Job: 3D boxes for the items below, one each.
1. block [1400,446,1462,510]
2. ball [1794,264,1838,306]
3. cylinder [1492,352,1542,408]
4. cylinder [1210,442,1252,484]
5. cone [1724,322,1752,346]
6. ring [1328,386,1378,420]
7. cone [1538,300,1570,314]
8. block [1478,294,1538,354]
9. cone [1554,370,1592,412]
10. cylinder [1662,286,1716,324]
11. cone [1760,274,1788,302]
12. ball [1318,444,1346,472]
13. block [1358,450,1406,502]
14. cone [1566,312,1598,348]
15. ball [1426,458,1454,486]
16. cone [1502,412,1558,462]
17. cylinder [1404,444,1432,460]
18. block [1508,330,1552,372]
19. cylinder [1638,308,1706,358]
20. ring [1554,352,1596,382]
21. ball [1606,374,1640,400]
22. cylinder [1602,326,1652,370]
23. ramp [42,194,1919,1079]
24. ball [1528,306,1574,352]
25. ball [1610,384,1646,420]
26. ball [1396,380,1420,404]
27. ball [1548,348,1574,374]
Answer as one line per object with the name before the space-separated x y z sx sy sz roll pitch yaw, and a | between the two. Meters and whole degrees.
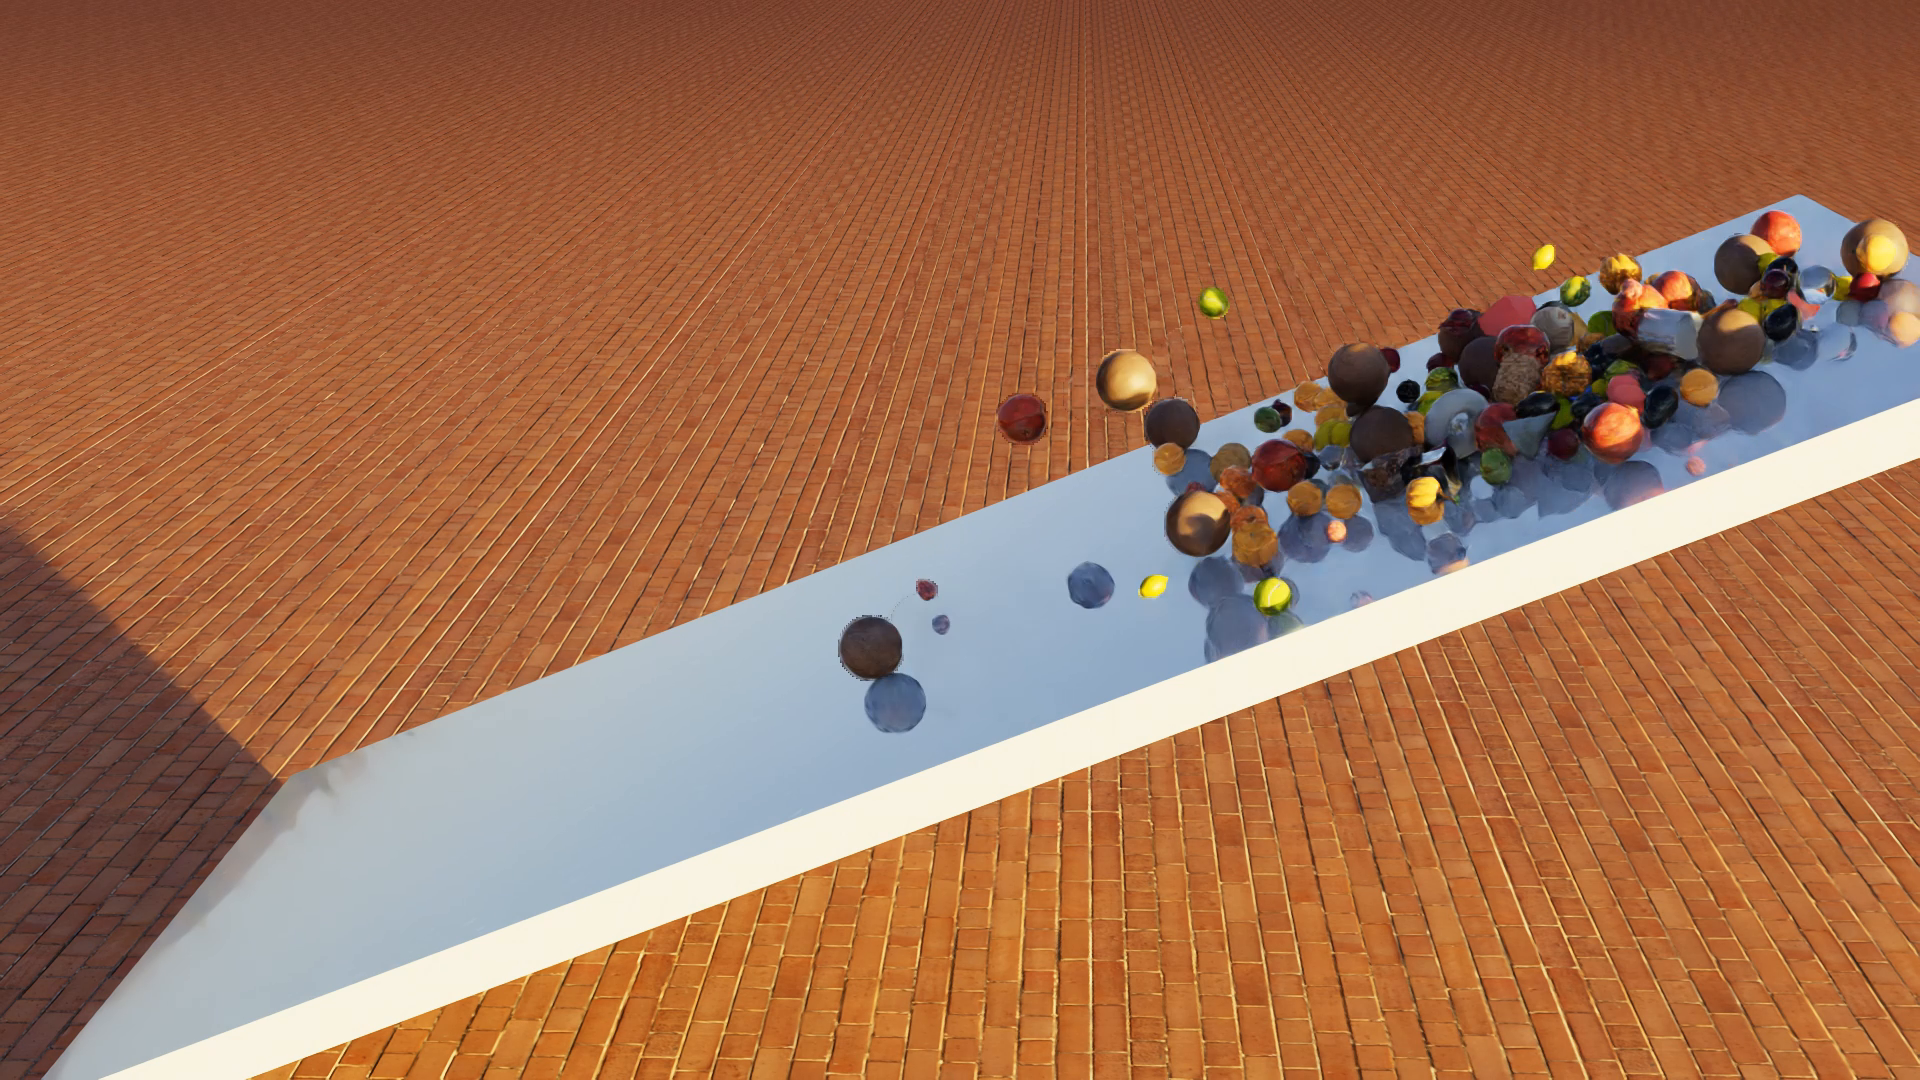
block | 0.913 -0.121 5.703 0.082 0.082 0.082 -16 14 27
ball | 1.702 -0.507 5.848 0.081 0.081 0.081 0 14 0
cylinder | 1.113 -0.319 5.879 0.082 0.082 0.082 20 -19 7
cylinder | 0.596 -0.168 6.474 0.079 0.079 0.079 4 15 15
cone | 1.574 -0.413 5.923 0.050 0.050 0.050 -12 15 -40
ring | 0.891 -0.311 6.665 0.121 0.040 0.121 -26 10 5
cone | 1.290 -0.481 6.429 0.081 0.081 0.081 0 2 0
block | 1.216 -0.471 6.466 0.094 0.094 0.094 3 -36 -44
cone | 1.203 -0.278 5.858 0.083 0.083 0.083 14 45 -14
cylinder | 1.537 -0.494 6.200 0.081 0.081 0.081 -3 7 -12
cone | 1.696 -0.512 6.081 0.059 0.059 0.059 -4 22 -17
ball | 0.787 -0.174 6.215 0.058 0.058 0.058 0 14 0
block | 0.849 -0.126 5.850 0.071 0.071 0.071 -35 13 -36
cone | 1.338 -0.440 6.307 0.079 0.079 0.079 -11 24 -38
ball | 0.942 -0.132 5.766 0.054 0.054 0.054 0 14 0
cone | 1.104 -0.215 5.619 0.095 0.095 0.095 -38 3 19
cylinder | 0.912 -0.156 5.905 0.063 0.063 0.063 -16 5 30
block | 1.250 -0.411 6.347 0.080 0.080 0.080 -15 13 46
cylinder | 1.410 -0.411 5.827 0.092 0.092 0.092 -10 16 -36
ring | 1.270 -0.354 6.077 0.089 0.089 0.030 4 51 17
ball | 1.304 -0.293 5.780 0.067 0.067 0.067 0 14 0
cylinder | 1.366 -0.392 6.027 0.073 0.073 0.073 -14 -4 -44
ramp | 0.124 0.173 6.290 4.000 0.100 2.000 -21 12 7
ball | 1.244 -0.443 6.186 0.096 0.096 0.096 0 14 0
ball | 1.291 -0.267 5.686 0.070 0.070 0.070 0 14 0
ball | 0.996 -0.330 6.532 0.052 0.052 0.052 0 14 0
ball | 1.263 -0.372 6.157 0.062 0.062 0.062 0 14 0
